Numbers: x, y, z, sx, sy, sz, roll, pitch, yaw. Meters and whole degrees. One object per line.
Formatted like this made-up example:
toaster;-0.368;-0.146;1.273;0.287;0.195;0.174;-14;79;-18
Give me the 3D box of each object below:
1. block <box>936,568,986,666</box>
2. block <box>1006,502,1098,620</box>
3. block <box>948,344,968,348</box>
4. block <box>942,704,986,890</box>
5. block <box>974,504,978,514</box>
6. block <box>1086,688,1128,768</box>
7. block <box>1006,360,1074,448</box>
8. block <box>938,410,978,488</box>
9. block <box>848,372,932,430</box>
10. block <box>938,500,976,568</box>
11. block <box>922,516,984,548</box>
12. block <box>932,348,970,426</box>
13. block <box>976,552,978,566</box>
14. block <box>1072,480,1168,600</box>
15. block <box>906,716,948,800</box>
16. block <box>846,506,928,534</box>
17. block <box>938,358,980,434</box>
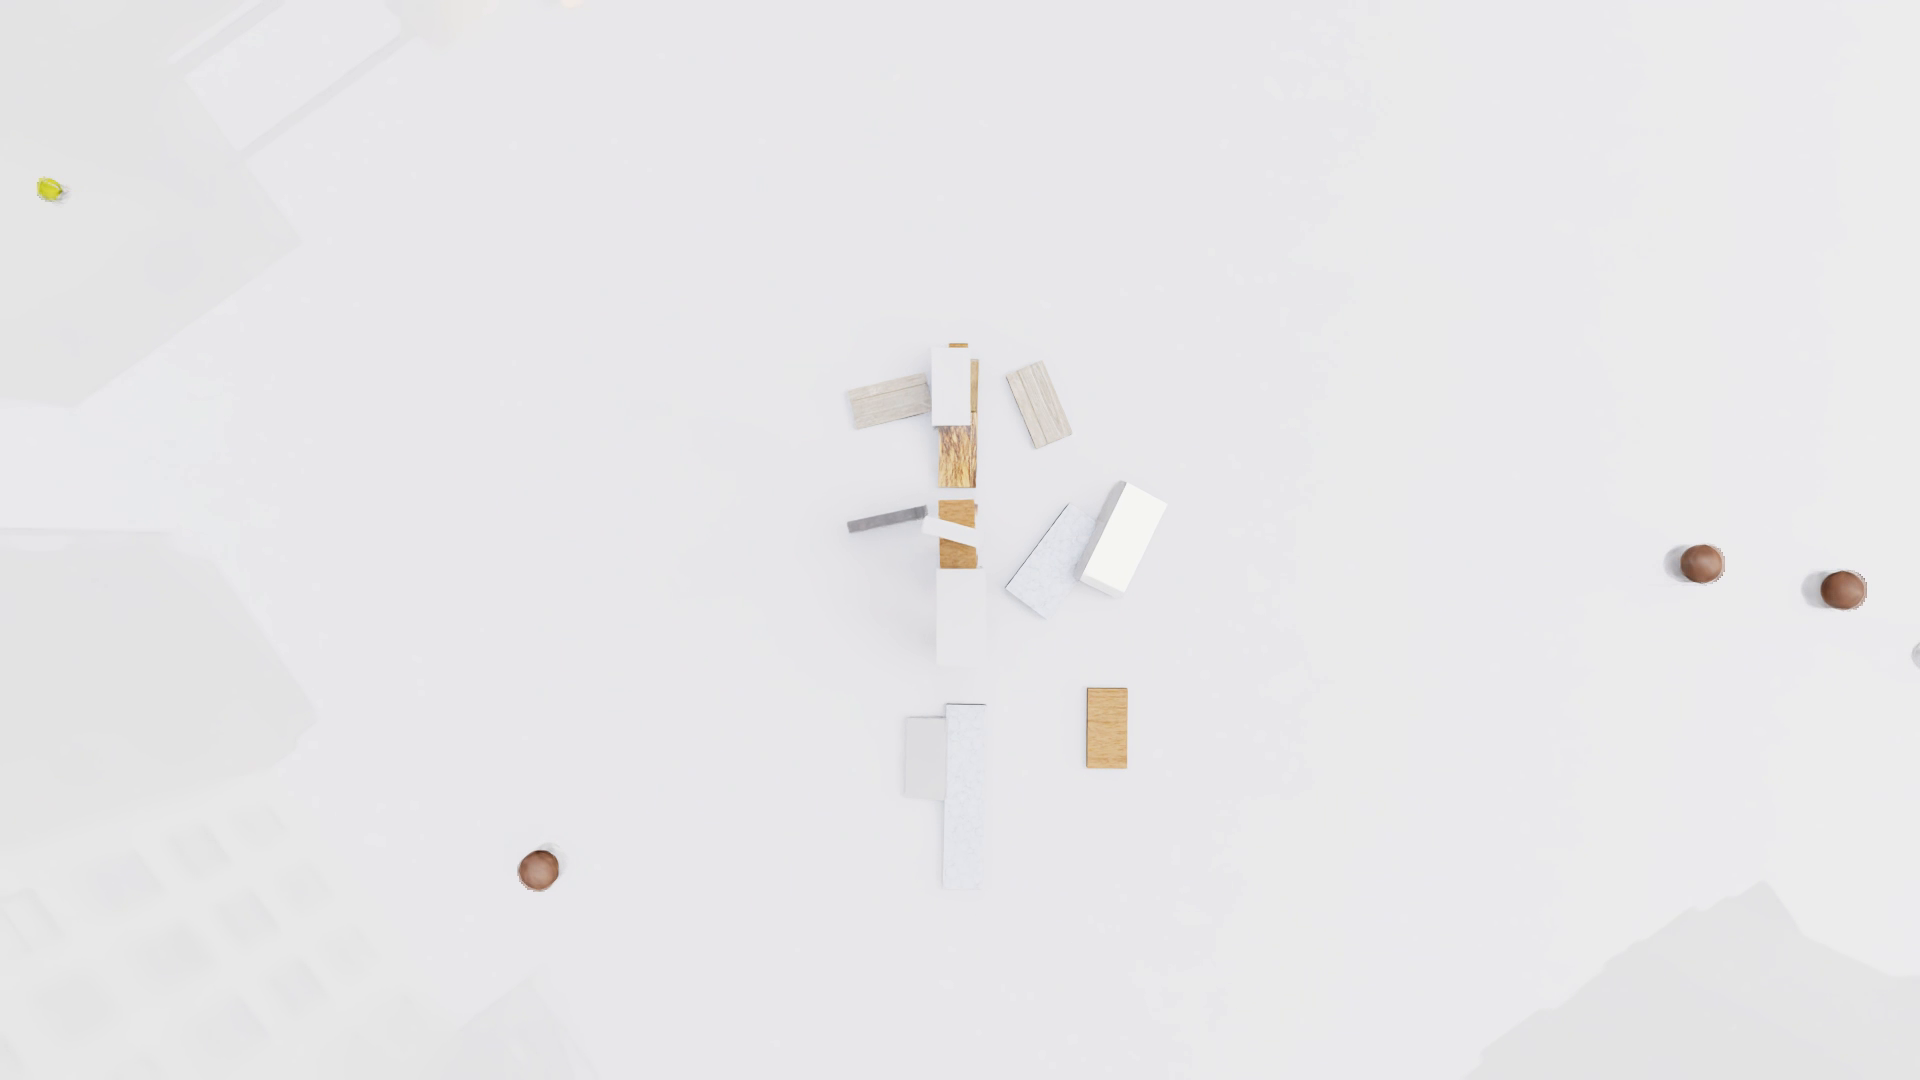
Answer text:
block;0.002;0.242;5.175;0.152;0.043;0.303;0;90;0
block;0.328;0.071;5.475;0.177;0.050;0.355;37;90;0
block;-0.005;-0.585;5.435;0.063;0.018;0.125;0;105;0
block;0.016;0.852;5.481;0.132;0.037;0.611;1;90;0
block;0.000;-0.102;5.385;0.115;0.230;0.033;1;90;0
block;0.489;0.625;5.481;0.132;0.037;0.265;0;90;0
block;0.263;-0.450;5.481;0.132;0.037;0.264;-23;90;0
block;-0.006;-0.301;5.452;0.126;0.036;0.251;1;104;0
block;-0.229;-0.463;5.481;0.264;0.037;0.132;-14;89;0
block;-0.009;-0.013;5.252;0.115;0.033;0.230;-2;90;0
block;-0.020;-0.026;5.017;0.177;0.438;0.050;16;90;0
block;-0.029;-0.500;5.375;0.126;0.036;0.251;0;97;0
block;0.000;0.057;5.384;0.115;0.230;0.033;2;93;0
block;0.528;0.001;5.436;0.177;0.050;0.355;26;90;-28
block;-0.109;0.722;5.462;0.132;0.037;0.265;1;90;18
block;-0.236;-0.068;5.434;0.264;0.132;0.037;-12;90;0
block;-0.005;-0.472;5.441;0.126;0.036;0.251;2;110;0
